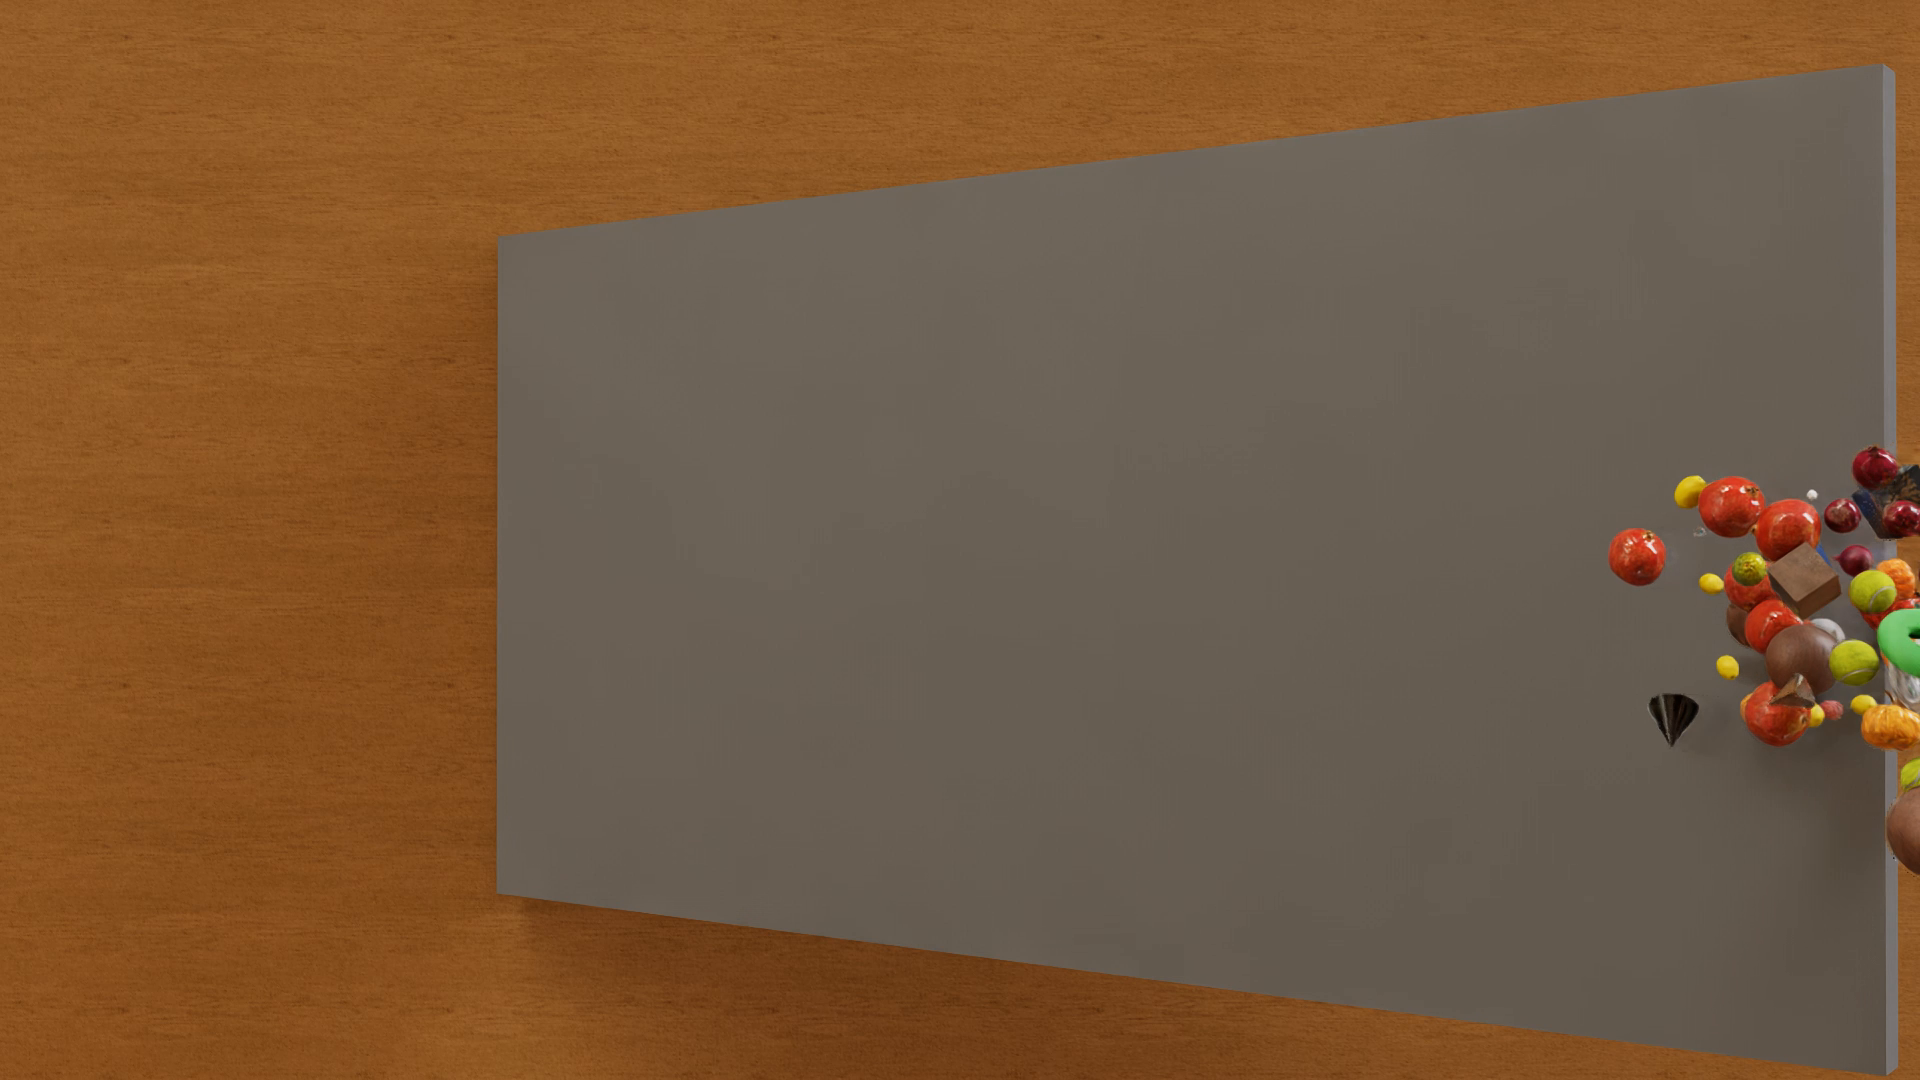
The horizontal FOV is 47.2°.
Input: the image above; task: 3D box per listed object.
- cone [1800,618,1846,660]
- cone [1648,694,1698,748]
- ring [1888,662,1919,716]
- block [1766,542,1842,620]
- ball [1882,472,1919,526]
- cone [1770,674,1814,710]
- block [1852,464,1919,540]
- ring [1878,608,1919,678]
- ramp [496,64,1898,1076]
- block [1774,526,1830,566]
[{"bbox_3d":[1.681,0.183,4.253,0.084,0.084,0.084,-1,75,5],"label":"cone"},{"bbox_3d":[1.449,0.383,4.474,0.100,0.100,0.100,18,52,0],"label":"cone"},{"bbox_3d":[1.416,0.204,3.222,0.040,0.121,0.121,-14,90,-32],"label":"ring"},{"bbox_3d":[1.440,0.071,3.753,0.081,0.081,0.081,-36,54,6],"label":"block"},{"bbox_3d":[1.755,-0.077,4.058,0.100,0.100,0.100,0,90,0],"label":"ball"},{"bbox_3d":[1.434,0.273,3.816,0.066,0.066,0.066,-29,90,38],"label":"cone"},{"bbox_3d":[1.686,-0.068,3.952,0.096,0.096,0.096,-33,89,0],"label":"block"},{"bbox_3d":[1.371,0.148,3.130,0.128,0.128,0.043,7,132,0],"label":"ring"},{"bbox_3d":[0.238,0.066,5.559,4.000,0.100,2.000,0,89,36],"label":"ramp"},{"bbox_3d":[1.621,0.028,4.233,0.066,0.066,0.066,-33,125,10],"label":"block"}]
